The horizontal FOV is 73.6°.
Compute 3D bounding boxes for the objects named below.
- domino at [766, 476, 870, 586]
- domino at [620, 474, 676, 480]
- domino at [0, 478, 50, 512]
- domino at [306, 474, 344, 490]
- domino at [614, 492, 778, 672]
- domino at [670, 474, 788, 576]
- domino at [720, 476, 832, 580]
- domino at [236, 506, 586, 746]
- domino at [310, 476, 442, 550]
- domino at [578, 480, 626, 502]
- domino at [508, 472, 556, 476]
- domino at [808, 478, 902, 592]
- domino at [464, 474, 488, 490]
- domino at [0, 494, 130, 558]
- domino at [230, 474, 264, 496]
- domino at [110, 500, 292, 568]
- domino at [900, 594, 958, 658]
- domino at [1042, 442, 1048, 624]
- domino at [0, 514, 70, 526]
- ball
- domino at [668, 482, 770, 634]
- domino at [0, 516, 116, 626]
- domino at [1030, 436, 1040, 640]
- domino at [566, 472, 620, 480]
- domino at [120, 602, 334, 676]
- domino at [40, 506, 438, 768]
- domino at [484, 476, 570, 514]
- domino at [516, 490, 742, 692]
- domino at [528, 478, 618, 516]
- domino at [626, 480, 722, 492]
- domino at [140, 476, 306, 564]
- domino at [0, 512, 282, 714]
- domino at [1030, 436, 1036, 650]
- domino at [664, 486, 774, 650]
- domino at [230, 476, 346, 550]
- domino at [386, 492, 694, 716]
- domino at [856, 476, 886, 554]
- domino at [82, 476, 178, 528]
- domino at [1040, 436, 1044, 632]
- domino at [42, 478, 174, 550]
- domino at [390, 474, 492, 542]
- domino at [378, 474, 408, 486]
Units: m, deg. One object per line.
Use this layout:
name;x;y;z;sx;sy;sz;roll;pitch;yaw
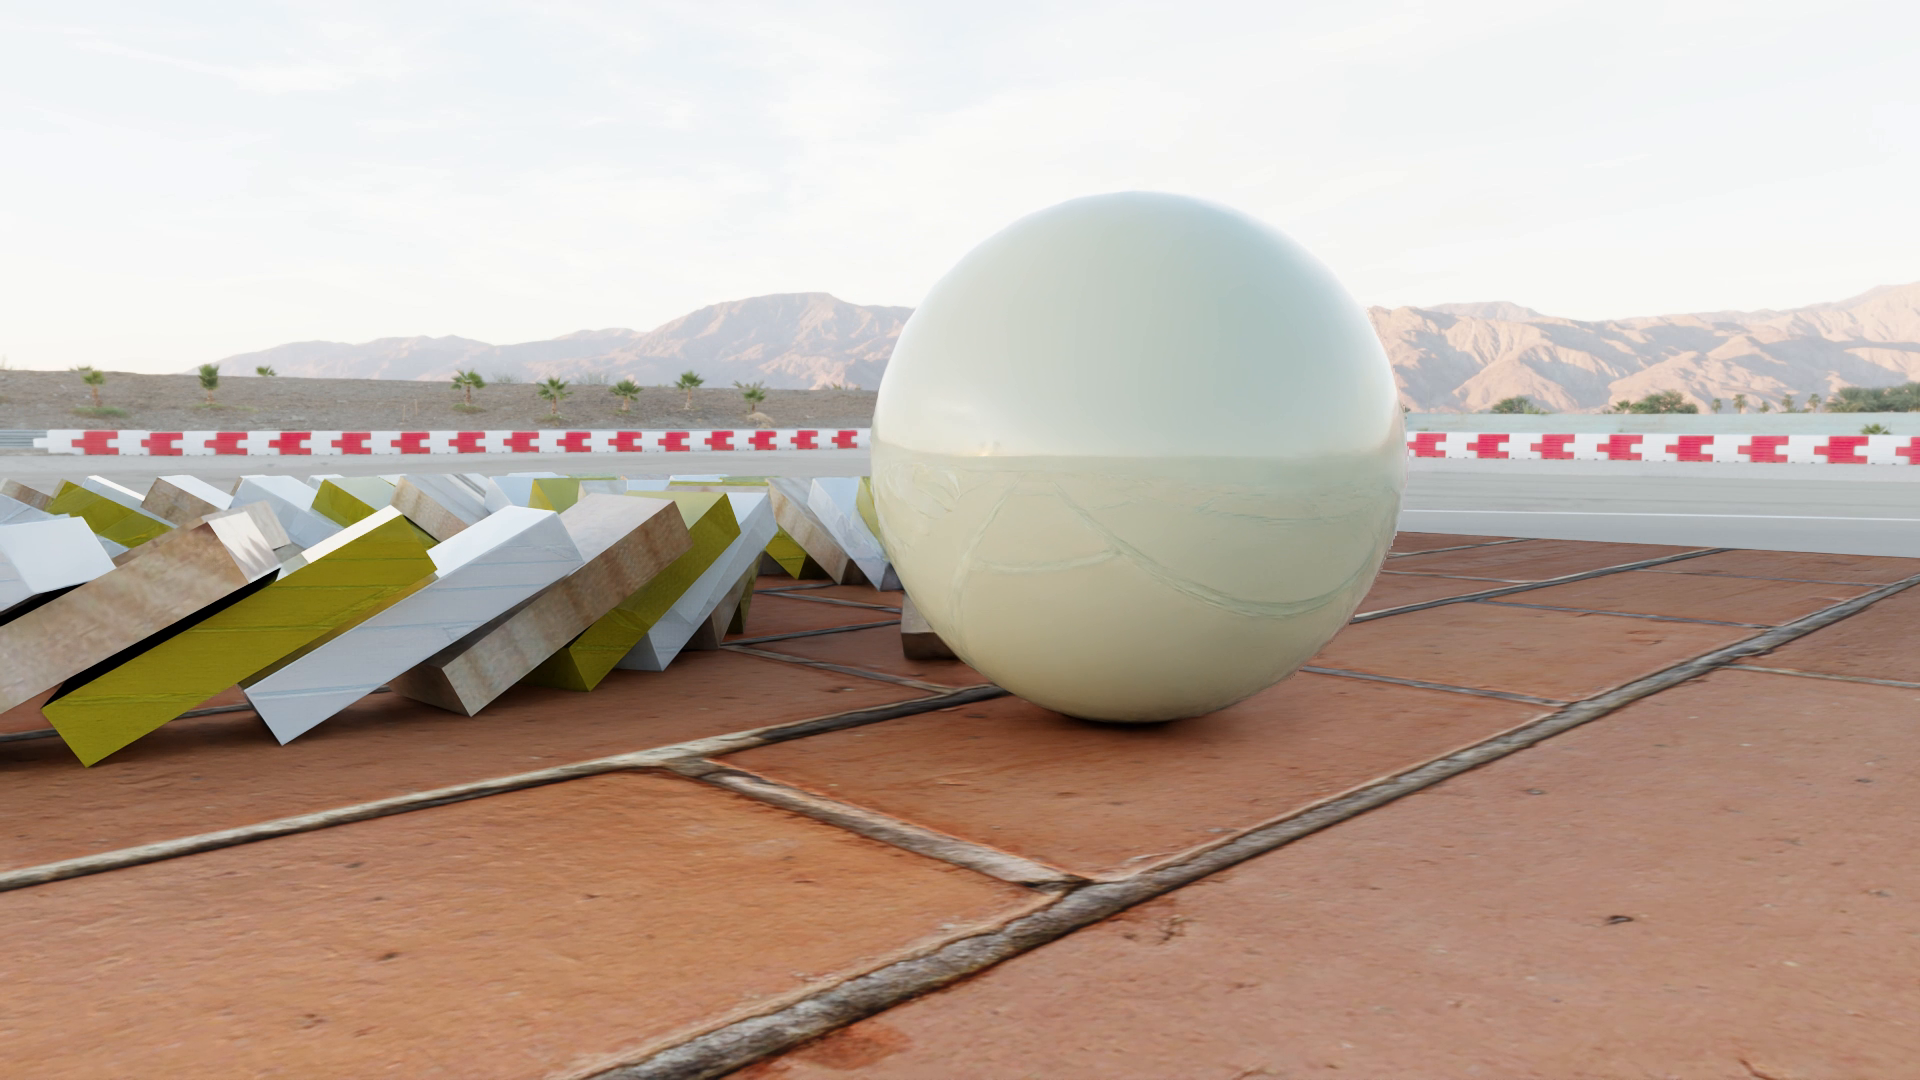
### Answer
domino;-0.040;-0.004;0.408;0.025;0.009;0.050;-4;33;-41
domino;-0.094;-0.007;0.444;0.050;0.009;0.025;34;21;27
domino;-0.277;-0.004;0.407;0.050;0.009;0.025;32;-16;-36
domino;-0.202;-0.007;0.450;0.050;0.010;0.025;27;1;-7
domino;-0.060;0.007;0.262;0.025;0.010;0.050;2;33;22
domino;-0.075;-0.006;0.434;0.050;0.009;0.025;36;24;31
domino;-0.057;-0.005;0.422;0.025;0.009;0.050;-4;34;-46
domino;-0.087;0.012;0.202;0.050;0.010;0.025;-35;23;-29
domino;-0.162;-0.002;0.380;0.050;0.009;0.025;30;8;6
domino;-0.084;0.001;0.345;0.025;0.010;0.050;-2;34;-30
domino;-0.136;-0.008;0.457;0.050;0.009;0.025;30;12;13
domino;-0.024;-0.003;0.392;0.025;0.010;0.050;-3;33;-34
domino;-0.158;-0.008;0.456;0.050;0.010;0.025;28;7;4
domino;-0.235;0.001;0.336;0.025;0.009;0.050;4;-24;44
domino;-0.222;-0.007;0.444;0.050;0.009;0.025;27;-2;-12
domino;-0.155;0.009;0.240;0.050;0.009;0.025;-25;9;0
domino;0.002;0.001;0.265;0.025;0.050;0.009;0;-36;3
domino;0.009;-0.003;0.316;0.025;0.050;0.009;0;-39;3
domino;-0.182;0.010;0.229;0.050;0.010;0.025;-22;1;29
ball;0.026;-0.012;0.196;0.080;0.080;0.080;0;4;0
domino;-0.061;0.003;0.306;0.025;0.009;0.050;1;34;0
domino;-0.141;0.014;0.167;0.050;0.009;0.025;-30;10;-9
domino;0.006;-0.001;0.290;0.025;0.050;0.010;0;-36;3
domino;-0.114;-0.007;0.452;0.050;0.009;0.025;32;16;20
domino;-0.135;0.019;0.255;0.050;0.010;0.025;-2;5;-21
domino;-0.103;0.012;0.187;0.050;0.009;0.025;-33;18;-21
domino;-0.116;-0.002;0.375;0.025;0.009;0.050;-4;35;-45
domino;-0.066;0.008;0.241;0.025;0.010;0.050;2;34;27
domino;-0.100;-0.001;0.361;0.025;0.009;0.050;-3;34;-40
domino;-0.071;0.002;0.327;0.025;0.010;0.050;-1;34;-17
domino;-0.205;-0.002;0.371;0.050;0.010;0.025;30;-3;-13
domino;-0.122;0.013;0.175;0.050;0.009;0.025;-31;13;-14
domino;0.004;0.000;0.278;0.025;0.050;0.009;0;-36;3
domino;-0.060;0.005;0.285;0.025;0.009;0.050;1;33;7
domino;-0.184;-0.002;0.378;0.050;0.009;0.025;29;3;-2
domino;-0.073;0.009;0.222;0.025;0.010;0.050;6;36;40
domino;-0.010;-0.002;0.375;0.025;0.009;0.050;-2;34;-26
domino;-0.261;-0.005;0.422;0.050;0.010;0.025;30;-11;-27
domino;0.007;-0.002;0.302;0.025;0.050;0.009;0;-36;3
domino;-0.222;0.000;0.353;0.050;0.010;0.025;33;-17;-34
domino;-0.140;-0.003;0.379;0.050;0.010;0.025;33;15;16
domino;-0.180;-0.007;0.454;0.050;0.009;0.025;27;3;-4
